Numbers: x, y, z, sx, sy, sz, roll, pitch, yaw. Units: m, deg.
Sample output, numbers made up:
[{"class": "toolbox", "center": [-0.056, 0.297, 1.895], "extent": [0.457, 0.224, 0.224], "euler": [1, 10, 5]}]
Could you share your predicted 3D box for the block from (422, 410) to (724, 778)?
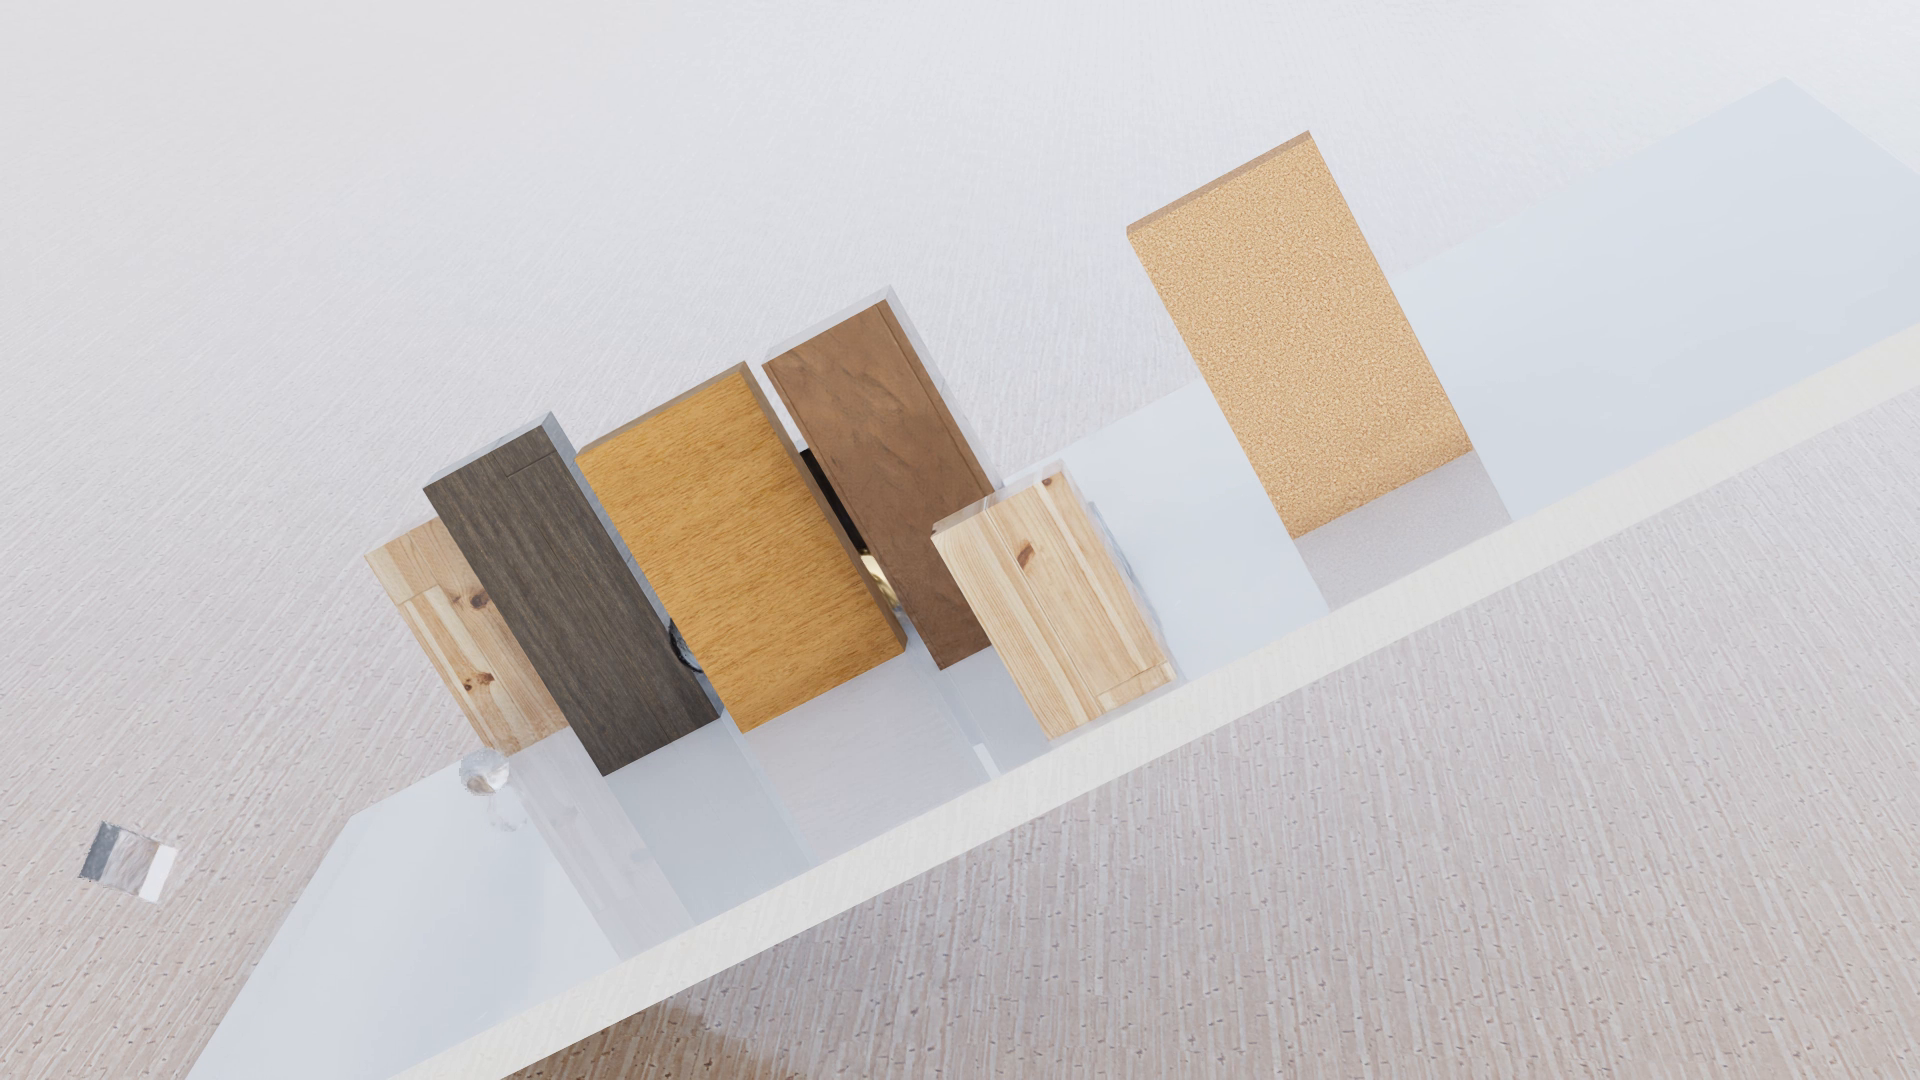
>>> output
[{"class": "block", "center": [-0.862, 0.126, 6.623], "extent": [0.312, 0.778, 0.118], "euler": [-27, 14, 11]}]

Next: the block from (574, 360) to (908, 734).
[{"class": "block", "center": [-0.467, 0.021, 6.337], "extent": [0.408, 0.710, 0.092], "euler": [-27, 14, 11]}]

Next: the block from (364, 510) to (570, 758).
[{"class": "block", "center": [-1.181, 0.218, 7.272], "extent": [0.278, 0.616, 0.113], "euler": [-27, 14, 11]}]

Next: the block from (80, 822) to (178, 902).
[{"class": "block", "center": [-2.046, 0.794, 7.241], "extent": [0.140, 0.140, 0.140], "euler": [9, -16, 41]}]

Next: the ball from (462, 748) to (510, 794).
[{"class": "ball", "center": [-1.139, 0.555, 7.061], "extent": [0.113, 0.113, 0.113], "euler": [0, 18, 0]}]

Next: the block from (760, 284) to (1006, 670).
[{"class": "block", "center": [-0.091, -0.125, 6.029], "extent": [0.288, 0.740, 0.133], "euler": [-27, 14, 11]}]

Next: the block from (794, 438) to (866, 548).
[{"class": "block", "center": [-0.251, -0.055, 6.790], "extent": [0.375, 0.407, 0.137], "euler": [-27, 14, 11]}]

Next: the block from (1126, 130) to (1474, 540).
[{"class": "block", "center": [0.646, -0.383, 5.580], "extent": [0.385, 0.678, 0.089], "euler": [-27, 14, 11]}]

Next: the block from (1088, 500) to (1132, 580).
[{"class": "block", "center": [0.246, 0.036, 6.013], "extent": [0.151, 0.151, 0.151], "euler": [-28, 14, 7]}]

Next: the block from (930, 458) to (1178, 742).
[{"class": "block", "center": [0.172, 0.109, 5.312], "extent": [0.264, 0.441, 0.086], "euler": [-27, 14, 11]}]

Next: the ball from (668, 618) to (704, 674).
[{"class": "ball", "center": [-0.556, 0.206, 6.547], "extent": [0.185, 0.185, 0.185], "euler": [0, 18, 0]}]

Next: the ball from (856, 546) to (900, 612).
[{"class": "ball", "center": [-0.212, 0.101, 6.656], "extent": [0.173, 0.173, 0.173], "euler": [0, 18, 0]}]

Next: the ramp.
[{"class": "ramp", "center": [0.142, 0.167, 6.282], "extent": [4.000, 0.100, 2.000], "euler": [-27, 14, 11]}]
